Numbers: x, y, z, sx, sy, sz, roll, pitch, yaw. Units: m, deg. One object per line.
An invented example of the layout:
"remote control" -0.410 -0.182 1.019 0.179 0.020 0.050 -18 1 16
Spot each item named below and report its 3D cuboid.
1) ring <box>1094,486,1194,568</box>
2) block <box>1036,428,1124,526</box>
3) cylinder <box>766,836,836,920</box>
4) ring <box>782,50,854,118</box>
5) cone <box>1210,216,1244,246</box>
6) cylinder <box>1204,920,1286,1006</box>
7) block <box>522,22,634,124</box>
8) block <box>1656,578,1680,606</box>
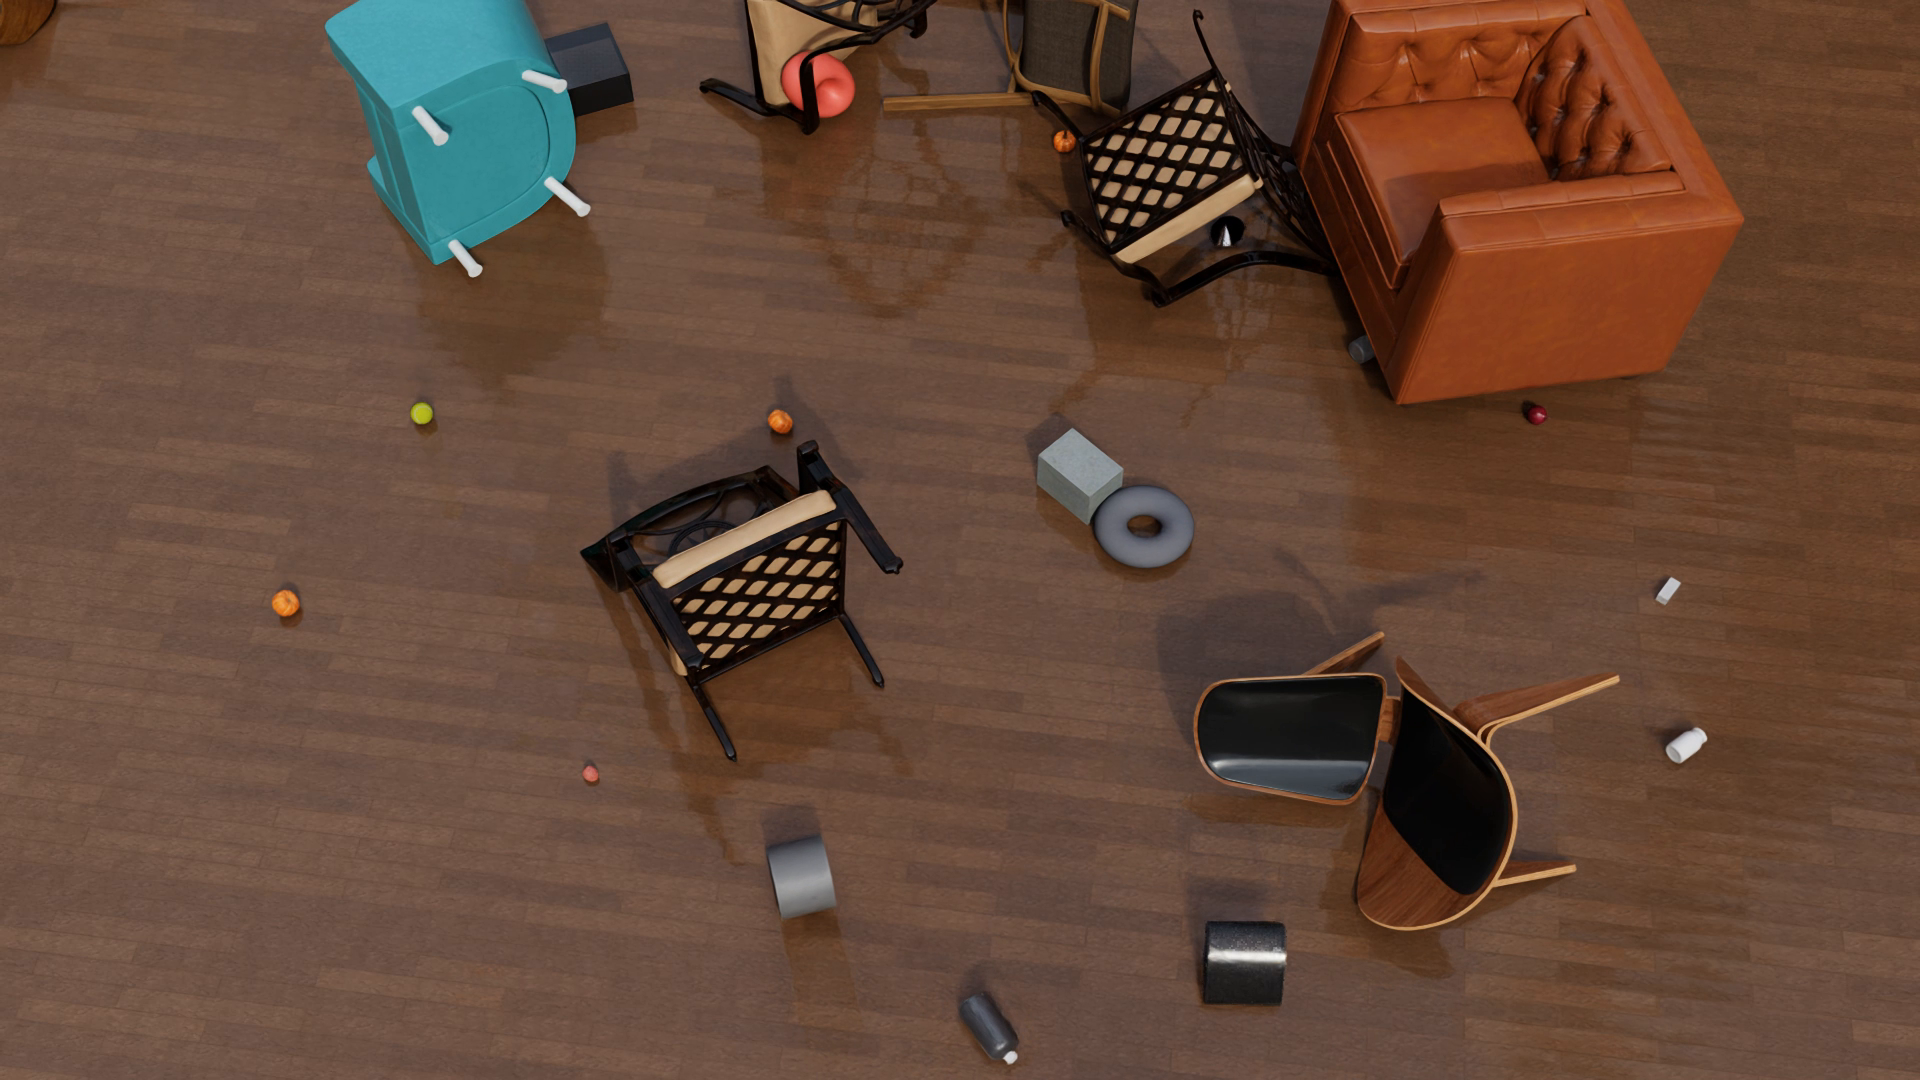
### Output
"ring" 0.549 -0.041 6.550 0.301 0.087 0.283 -1 57 -2
"block" 0.360 -0.191 6.613 0.146 0.149 0.213 -39 64 -23
"cylinder" -0.423 0.898 5.850 0.149 0.205 0.197 -12 93 -8
"ring" -0.476 -1.533 7.404 0.123 0.400 0.211 40 102 18
"cone" 0.880 -1.041 7.243 0.113 0.101 0.115 -36 21 24
"cylinder" 0.739 1.101 5.724 0.197 0.228 0.110 1 14 1
"block" -1.314 -1.607 7.572 0.302 0.133 0.264 -18 58 -12
"block" 2.079 0.150 6.456 0.033 0.028 0.078 34 62 21
